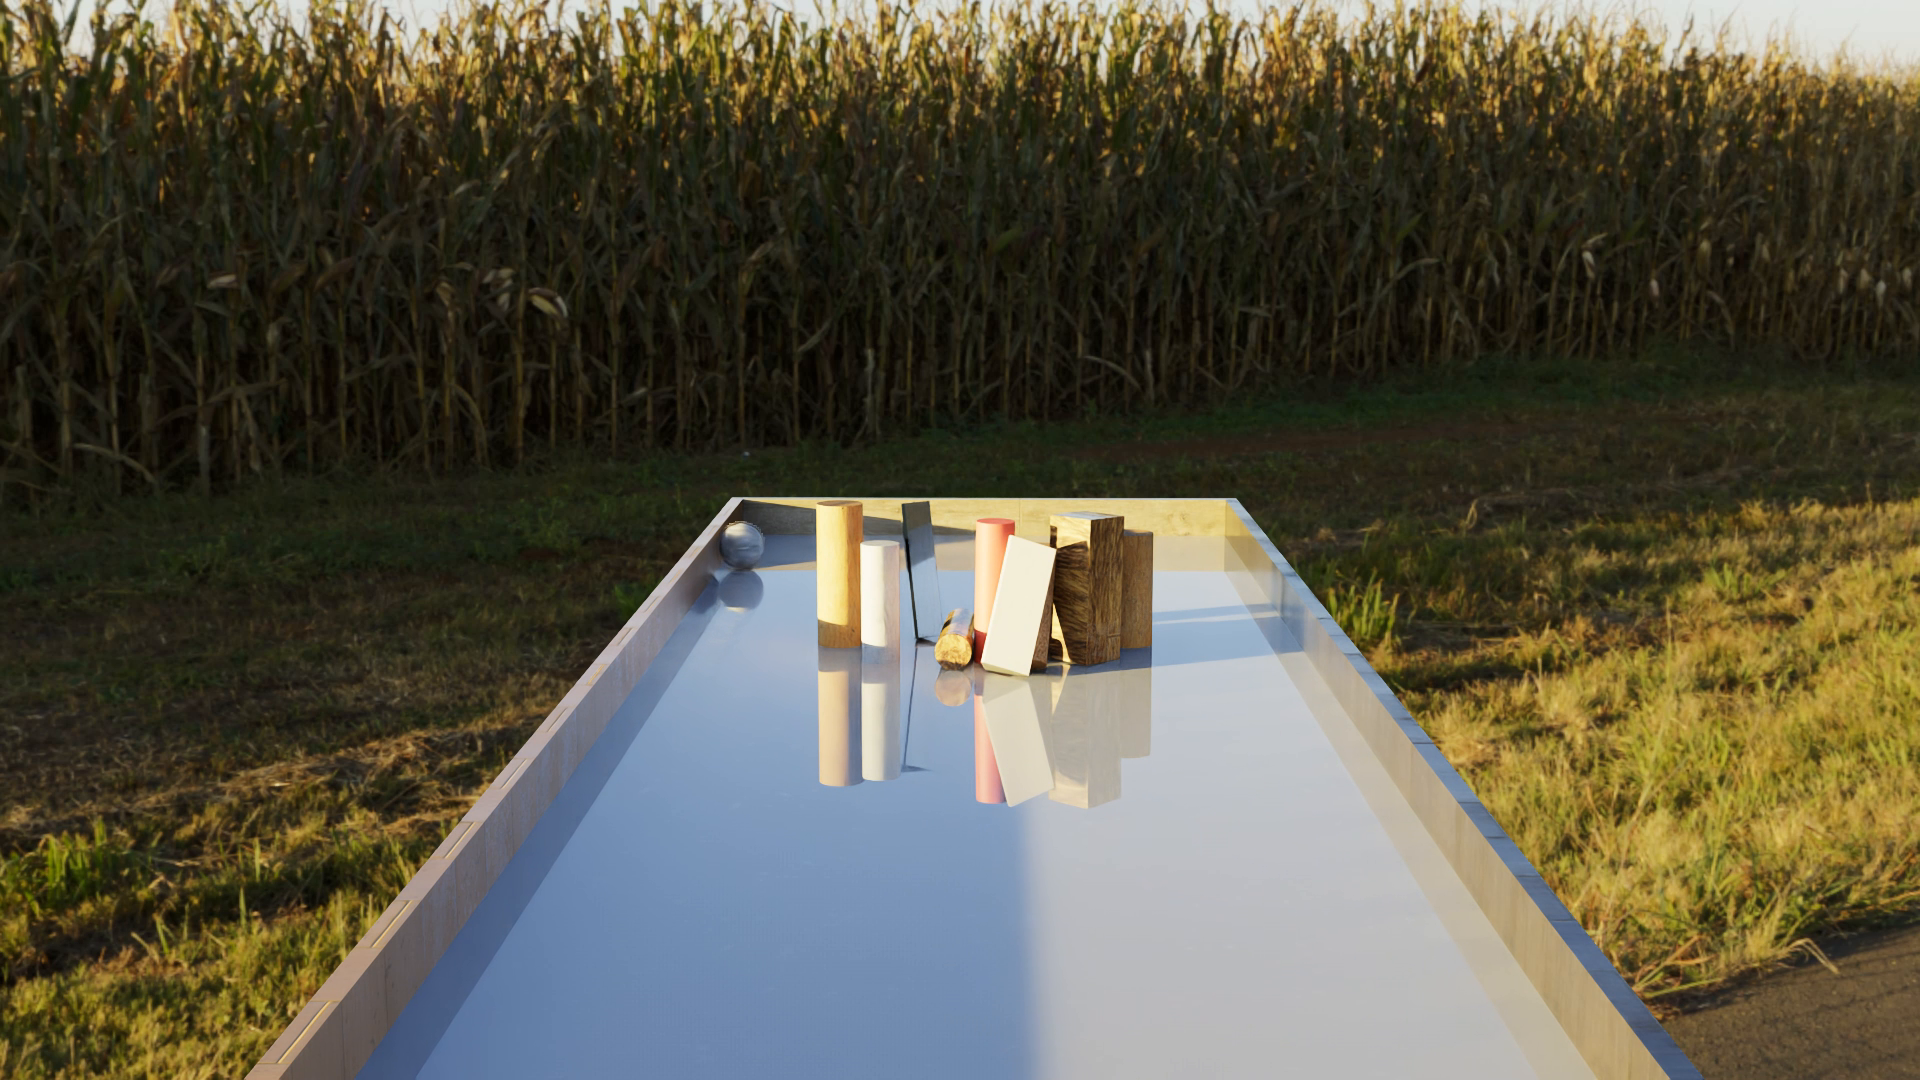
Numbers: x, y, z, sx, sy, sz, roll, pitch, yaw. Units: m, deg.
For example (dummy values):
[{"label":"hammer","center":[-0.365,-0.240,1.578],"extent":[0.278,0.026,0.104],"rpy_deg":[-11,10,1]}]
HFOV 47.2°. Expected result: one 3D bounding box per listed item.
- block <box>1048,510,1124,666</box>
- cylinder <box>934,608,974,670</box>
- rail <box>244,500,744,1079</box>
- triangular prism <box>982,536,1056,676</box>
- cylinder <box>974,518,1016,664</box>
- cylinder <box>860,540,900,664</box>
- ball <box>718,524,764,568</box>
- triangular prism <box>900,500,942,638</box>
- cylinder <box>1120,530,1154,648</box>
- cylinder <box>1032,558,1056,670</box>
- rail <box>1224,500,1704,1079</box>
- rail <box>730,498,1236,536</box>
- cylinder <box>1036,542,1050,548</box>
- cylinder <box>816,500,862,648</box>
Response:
[{"label":"block","center":[0.381,0.143,6.686],"extent":[0.158,0.440,0.158],"rpy_deg":[9,11,43]},{"label":"cylinder","center":[-0.008,0.302,6.750],"extent":[0.109,0.109,0.417],"rpy_deg":[1,9,4]},{"label":"rail","center":[-1.004,0.839,3.234],"extent":[0.050,0.150,12.000],"rpy_deg":[0,9,1]},{"label":"triangular prism","center":[0.150,0.200,6.510],"extent":[0.153,0.387,0.133],"rpy_deg":[17,-13,-20]},{"label":"cylinder","center":[0.104,0.155,6.654],"extent":[0.117,0.429,0.117],"rpy_deg":[1,10,0]},{"label":"cylinder","center":[-0.241,0.189,6.665],"extent":[0.118,0.361,0.118],"rpy_deg":[0,9,0]},{"label":"ball","center":[-0.827,0.024,8.315],"extent":[0.170,0.170,0.170],"rpy_deg":[0,9,0]},{"label":"triangular prism","center":[-0.138,0.095,7.007],"extent":[0.102,0.430,0.088],"rpy_deg":[-6,1,-25]},{"label":"cylinder","center":[0.533,0.152,6.920],"extent":[0.148,0.354,0.148],"rpy_deg":[0,9,0]},{"label":"cylinder","center":[0.219,0.203,6.578],"extent":[0.112,0.348,0.112],"rpy_deg":[5,-18,2]},{"label":"rail","center":[1.046,0.843,3.208],"extent":[0.050,0.150,12.000],"rpy_deg":[0,9,1]},{"label":"rail","center":[0.099,-0.098,9.147],"extent":[2.100,0.150,0.050],"rpy_deg":[0,9,1]},{"label":"cylinder","center":[0.247,0.172,6.941],"extent":[0.155,0.307,0.155],"rpy_deg":[0,9,0]},{"label":"cylinder","center":[-0.377,0.106,6.916],"extent":[0.145,0.446,0.145],"rpy_deg":[0,9,0]}]
